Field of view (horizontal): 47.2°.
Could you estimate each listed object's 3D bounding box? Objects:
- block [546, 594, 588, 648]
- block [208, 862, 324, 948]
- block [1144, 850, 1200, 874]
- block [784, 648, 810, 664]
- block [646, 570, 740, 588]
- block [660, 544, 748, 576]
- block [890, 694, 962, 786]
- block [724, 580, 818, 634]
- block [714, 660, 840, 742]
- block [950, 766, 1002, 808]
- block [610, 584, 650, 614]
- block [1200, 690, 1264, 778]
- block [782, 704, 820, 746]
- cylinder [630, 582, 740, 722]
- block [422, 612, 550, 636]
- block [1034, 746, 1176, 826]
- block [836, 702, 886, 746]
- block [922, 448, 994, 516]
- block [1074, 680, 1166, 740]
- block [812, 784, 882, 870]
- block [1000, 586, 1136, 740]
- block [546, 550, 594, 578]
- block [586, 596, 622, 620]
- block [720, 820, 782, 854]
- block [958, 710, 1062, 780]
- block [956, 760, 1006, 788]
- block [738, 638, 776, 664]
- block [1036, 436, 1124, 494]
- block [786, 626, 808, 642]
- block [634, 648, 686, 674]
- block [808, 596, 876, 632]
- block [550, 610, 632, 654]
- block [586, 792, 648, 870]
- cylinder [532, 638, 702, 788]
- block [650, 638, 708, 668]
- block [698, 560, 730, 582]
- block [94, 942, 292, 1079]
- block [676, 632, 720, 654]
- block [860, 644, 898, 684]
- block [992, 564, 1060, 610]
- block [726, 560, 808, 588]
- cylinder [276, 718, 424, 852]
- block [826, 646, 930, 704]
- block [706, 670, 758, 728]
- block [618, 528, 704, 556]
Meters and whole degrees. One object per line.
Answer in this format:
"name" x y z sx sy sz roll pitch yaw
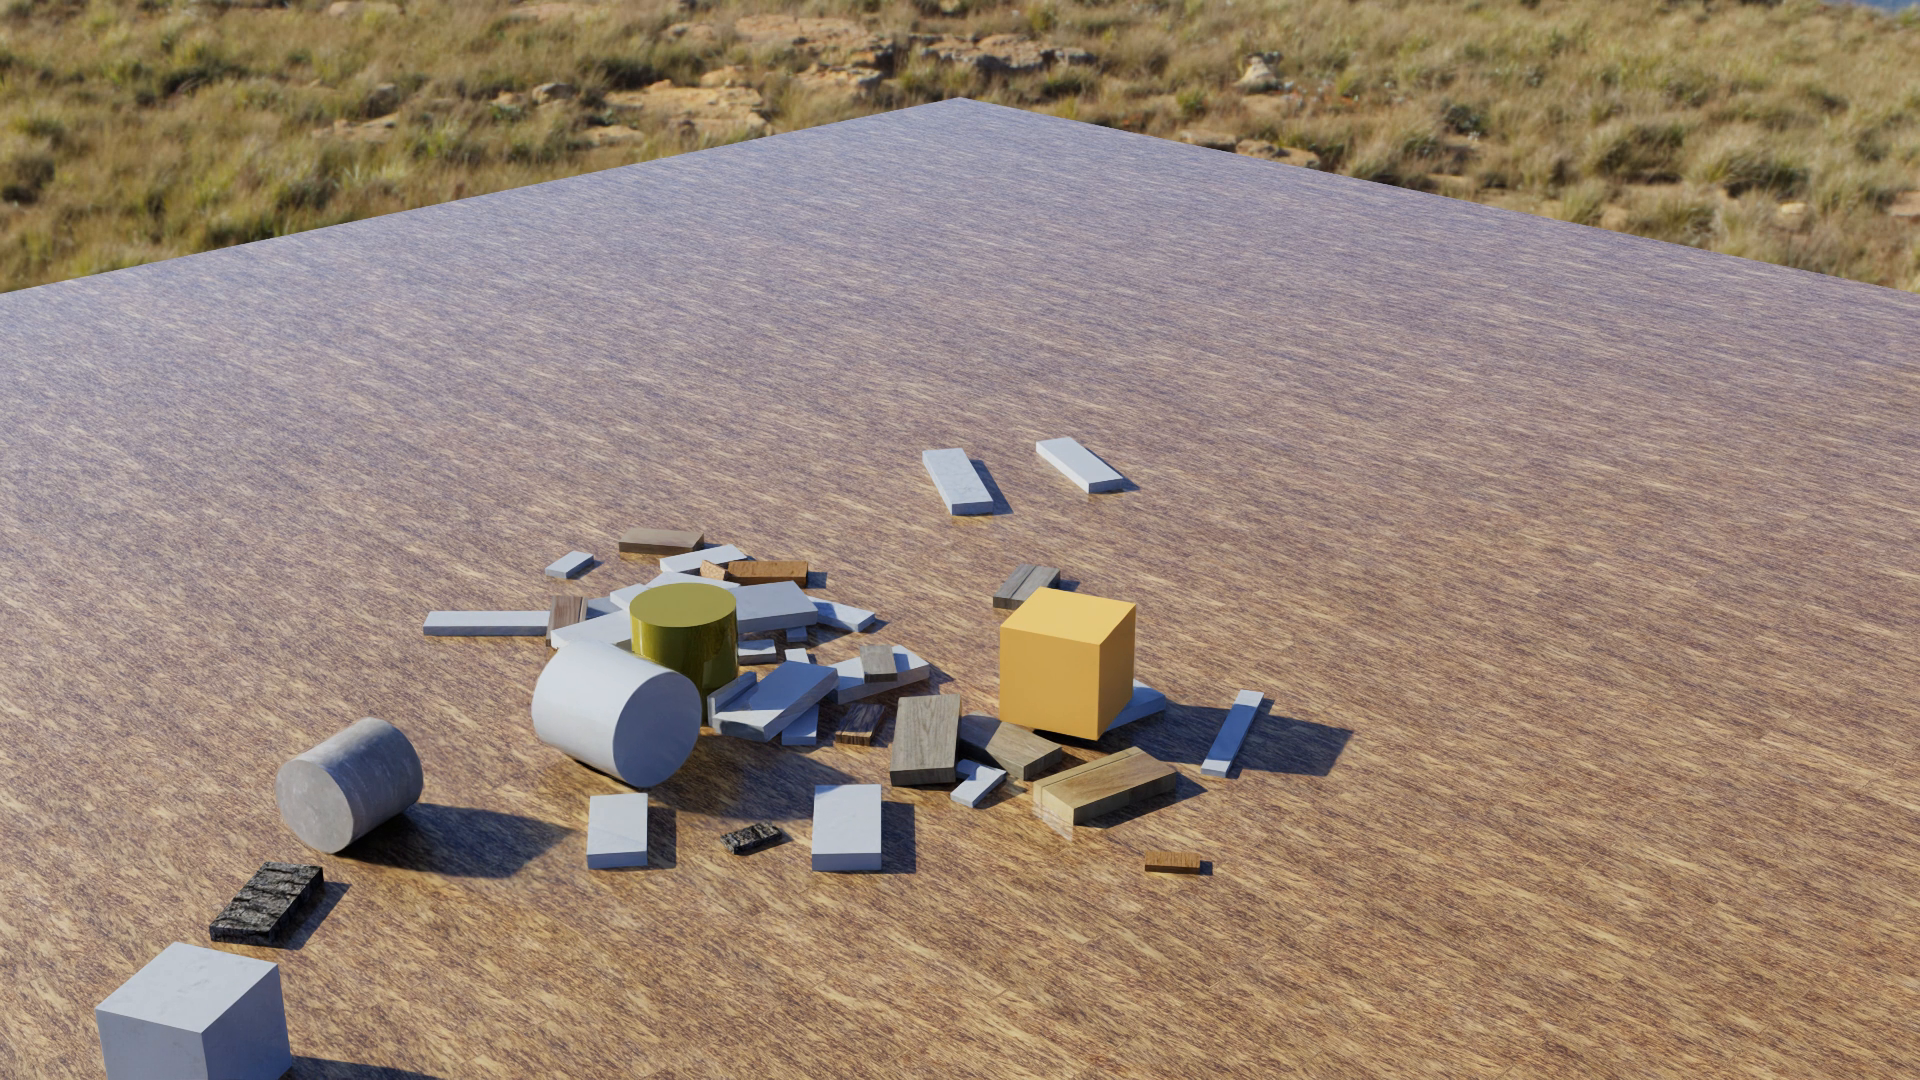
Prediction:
"block" -0.931 0.194 5.213 0.084 0.024 0.168 4 36 -7
"block" -1.296 0.680 4.117 0.115 0.033 0.230 4 23 9
"block" 0.412 0.626 4.267 0.105 0.015 0.053 2 23 6
"block" -0.376 0.278 5.088 0.047 0.013 0.094 -4 23 -10
"block" -0.659 0.125 5.427 0.212 0.030 0.106 10 25 21
"block" -0.651 0.059 5.586 0.198 0.028 0.099 -12 26 -26
"block" -0.070 0.421 4.658 0.134 0.038 0.268 -4 30 6
"block" -0.491 0.163 5.227 0.276 0.039 0.138 -6 34 -32
"block" -0.401 0.352 4.830 0.138 0.039 0.276 7 28 33
"block" 0.034 0.507 4.523 0.054 0.015 0.109 16 37 32
"block" -0.746 0.153 5.210 0.084 0.024 0.168 -18 31 -38
"block" 0.592 0.416 4.761 0.053 0.015 0.384 8 24 18
"block" -0.347 0.402 4.786 0.074 0.021 0.148 0 23 -1
"cylinder" -0.608 0.249 4.873 0.235 0.235 0.235 0 23 0
"block" -1.113 0.199 5.262 0.324 0.024 0.084 0 23 0
"block" 0.298 0.504 4.525 0.268 0.038 0.134 -15 27 -32
"block" -0.215 0.401 4.789 0.076 0.022 0.152 5 23 11
"block" -0.009 -0.165 6.108 0.115 0.033 0.414 -5 23 -11
"block" 0.321 0.369 4.846 0.244 0.035 0.122 -17 28 -34
"block" -0.223 0.569 4.370 0.134 0.038 0.268 -1 23 -2
"block" 0.233 0.264 4.761 0.225 0.225 0.225 10 25 22
"block" -0.992 0.063 5.590 0.063 0.018 0.125 10 25 23
"block" -0.879 0.171 5.300 0.137 0.019 0.068 -9 39 -29
"block" -0.413 0.589 4.354 0.109 0.015 0.054 -15 27 -31
"block" 0.085 0.436 4.689 0.244 0.035 0.122 20 30 39
"block" 0.039 0.487 4.593 0.105 0.015 0.053 13 26 29
"block" -0.507 0.262 5.117 0.152 0.022 0.076 -4 23 -9
"block" 0.336 -0.214 6.227 0.106 0.030 0.354 -9 25 -20
"block" -0.391 0.216 5.235 0.047 0.013 0.095 -3 23 -7
"block" -0.697 0.284 5.068 0.068 0.019 0.137 -17 29 -35
"block" -0.340 0.171 5.330 0.270 0.022 0.076 13 26 28
"block" -0.771 0.212 5.154 0.346 0.039 0.138 -17 31 -36
"block" -0.678 0.575 4.363 0.115 0.033 0.230 -3 23 -6
"cylinder" -0.716 0.360 4.595 0.249 0.249 0.249 18 29 36
"block" -0.650 0.262 5.086 0.068 0.019 0.137 7 13 -46
"block" -0.616 0.086 5.496 0.013 0.047 0.095 5 13 -46
"block" -1.247 0.812 3.589 0.201 0.201 0.201 8 24 17
"block" -0.634 0.236 5.182 0.125 0.018 0.063 15 27 32
"block" -0.186 0.280 4.985 0.074 0.021 0.148 -3 23 -6
"block" 0.166 0.119 5.442 0.106 0.030 0.212 8 24 18
"block" -0.483 0.085 5.523 0.198 0.028 0.099 0 23 0
"cylinder" -1.208 0.485 4.359 0.200 0.200 0.200 12 26 27
"block" -0.205 0.305 4.997 0.244 0.035 0.122 -15 27 -31
"block" -0.500 0.351 4.840 0.021 0.074 0.148 14 27 30
"block" -0.775 0.006 5.711 0.198 0.028 0.099 4 23 10
